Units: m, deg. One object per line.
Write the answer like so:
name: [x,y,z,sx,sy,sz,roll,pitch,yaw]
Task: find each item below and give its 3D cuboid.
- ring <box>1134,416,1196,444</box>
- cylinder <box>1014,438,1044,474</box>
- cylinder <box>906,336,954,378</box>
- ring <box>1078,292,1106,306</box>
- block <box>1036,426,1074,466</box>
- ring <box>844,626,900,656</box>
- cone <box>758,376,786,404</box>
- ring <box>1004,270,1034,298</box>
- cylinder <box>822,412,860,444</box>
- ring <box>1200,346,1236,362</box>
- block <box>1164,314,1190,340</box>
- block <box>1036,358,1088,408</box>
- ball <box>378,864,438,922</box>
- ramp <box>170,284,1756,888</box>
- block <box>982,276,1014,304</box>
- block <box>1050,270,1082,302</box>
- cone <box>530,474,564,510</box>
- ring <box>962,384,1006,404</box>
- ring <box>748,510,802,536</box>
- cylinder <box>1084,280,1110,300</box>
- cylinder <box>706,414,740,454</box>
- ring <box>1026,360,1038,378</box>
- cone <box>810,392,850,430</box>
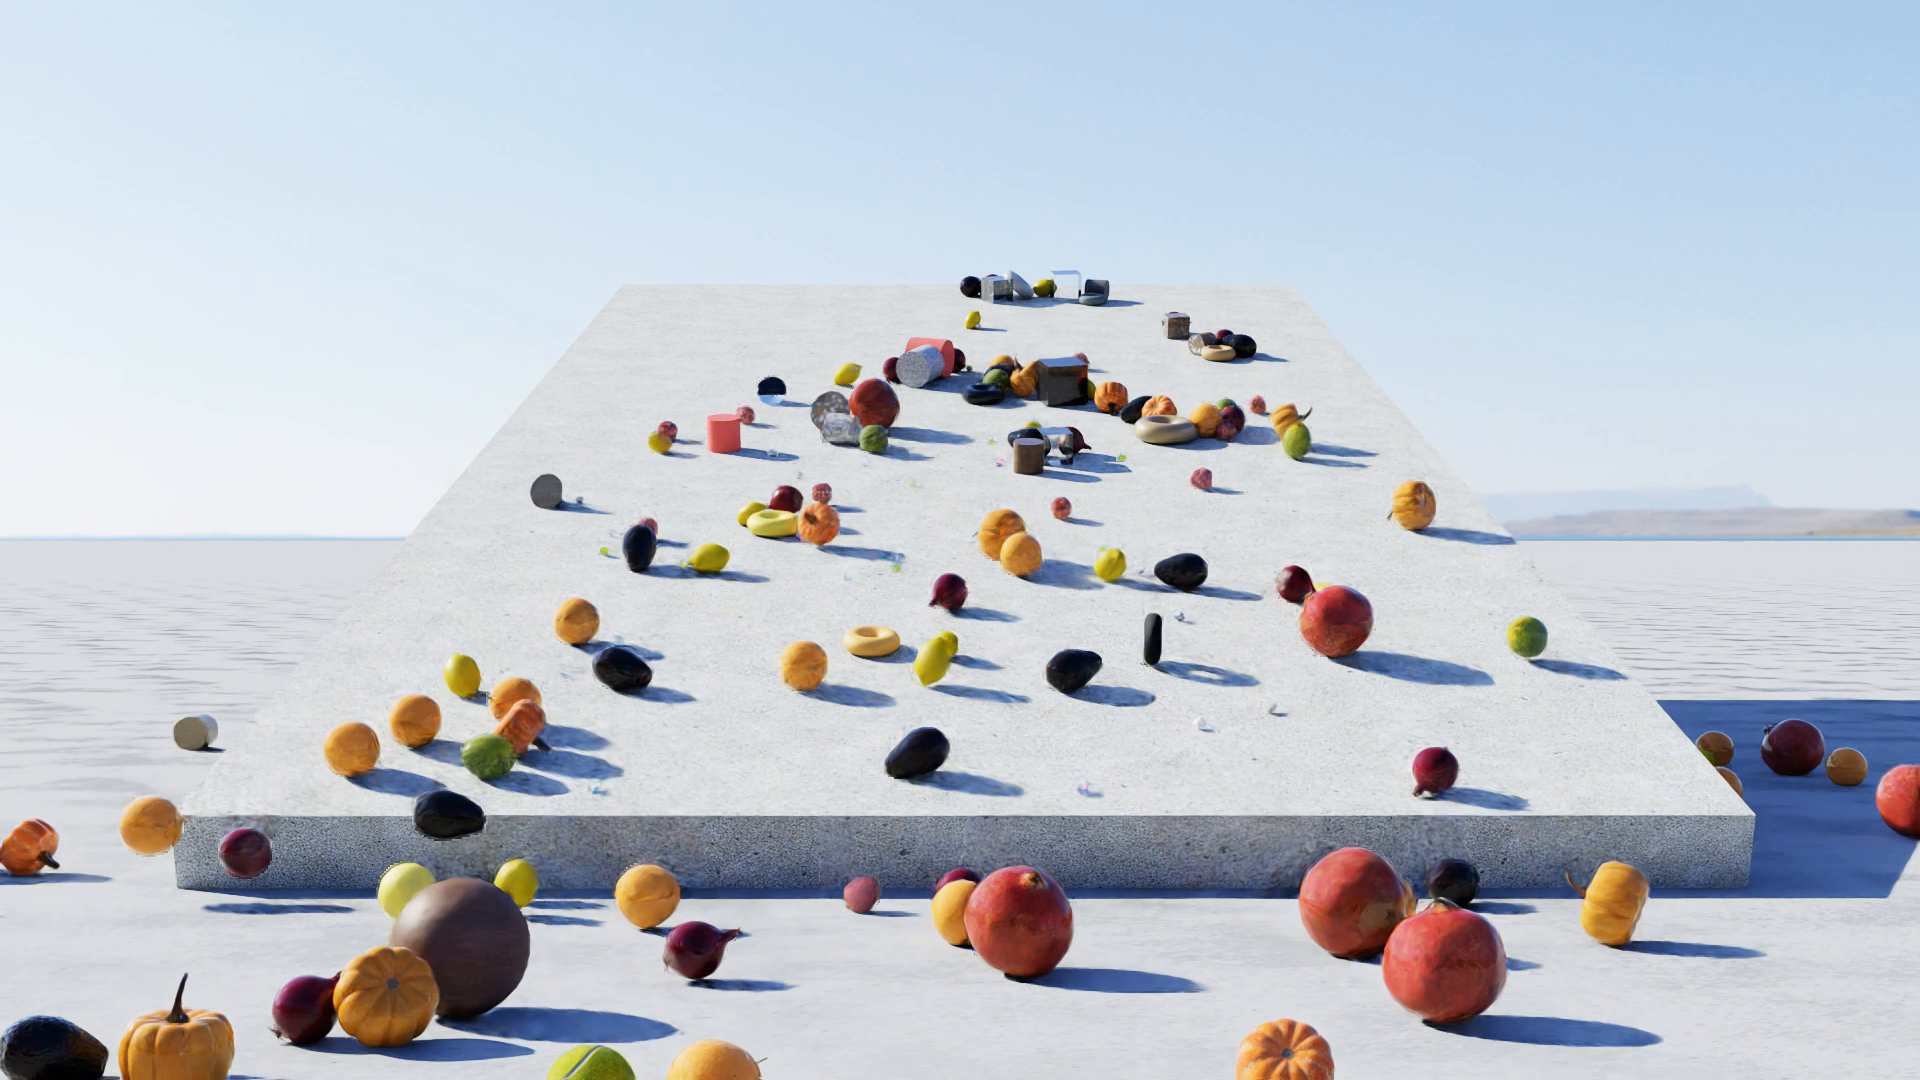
ring: [0.438,-0.236,4.720,0.134,0.045,0.134,1,15,0]
cylinder: [0.138,-0.169,4.454,0.062,0.062,0.062,0,16,0]
cylinder: [-0.073,-0.441,5.334,0.093,0.093,0.093,7,3,21]
ring: [0.378,-0.687,6.306,0.080,0.027,0.080,1,18,0]
block: [0.194,-0.192,4.532,0.064,0.064,0.064,-3,16,-10]
ring: [-0.136,0.155,3.396,0.088,0.029,0.088,1,16,0]
cone: [-0.430,-0.335,5.084,0.066,0.066,0.066,0,-11,2]
ring: [0.169,-0.739,6.387,0.109,0.036,0.109,40,11,-10]
cylinder: [-0.251,-0.236,4.682,0.062,0.062,0.062,5,2,18]
ring: [0.649,-0.470,5.551,0.089,0.030,0.089,1,16,0]
block: [0.571,-0.564,5.824,0.058,0.058,0.058,-2,16,-5]
block: [0.234,-0.362,5.064,0.093,0.093,0.093,-4,17,-13]
ball: [-0.643,0.410,2.575,0.067,0.067,0.067,0,0,0]
ramp: [-0.002,-0.162,4.721,2.000,0.100,4.000,0,16,0]
block: [0.107,-0.718,6.339,0.067,0.067,0.067,-9,19,-29]
block: [0.304,-0.732,6.366,0.078,0.078,0.078,-2,16,-7]
cone: [-0.773,-0.085,4.218,0.069,0.069,0.069,0,-11,17]
ring: [0.054,-0.335,5.077,0.101,0.034,0.101,-1,17,0]
ring: [-0.338,-0.030,4.028,0.098,0.033,0.098,1,15,0]
cylinder: [0.394,-0.720,6.362,0.059,0.059,0.059,6,2,19]
cylinder: [-0.494,-0.223,4.627,0.069,0.069,0.069,0,16,0]
ring: [0.210,-0.415,5.356,0.099,0.033,0.099,-1,16,0]
cone: [-0.269,-0.270,4.840,0.091,0.091,0.091,0,-11,15]
